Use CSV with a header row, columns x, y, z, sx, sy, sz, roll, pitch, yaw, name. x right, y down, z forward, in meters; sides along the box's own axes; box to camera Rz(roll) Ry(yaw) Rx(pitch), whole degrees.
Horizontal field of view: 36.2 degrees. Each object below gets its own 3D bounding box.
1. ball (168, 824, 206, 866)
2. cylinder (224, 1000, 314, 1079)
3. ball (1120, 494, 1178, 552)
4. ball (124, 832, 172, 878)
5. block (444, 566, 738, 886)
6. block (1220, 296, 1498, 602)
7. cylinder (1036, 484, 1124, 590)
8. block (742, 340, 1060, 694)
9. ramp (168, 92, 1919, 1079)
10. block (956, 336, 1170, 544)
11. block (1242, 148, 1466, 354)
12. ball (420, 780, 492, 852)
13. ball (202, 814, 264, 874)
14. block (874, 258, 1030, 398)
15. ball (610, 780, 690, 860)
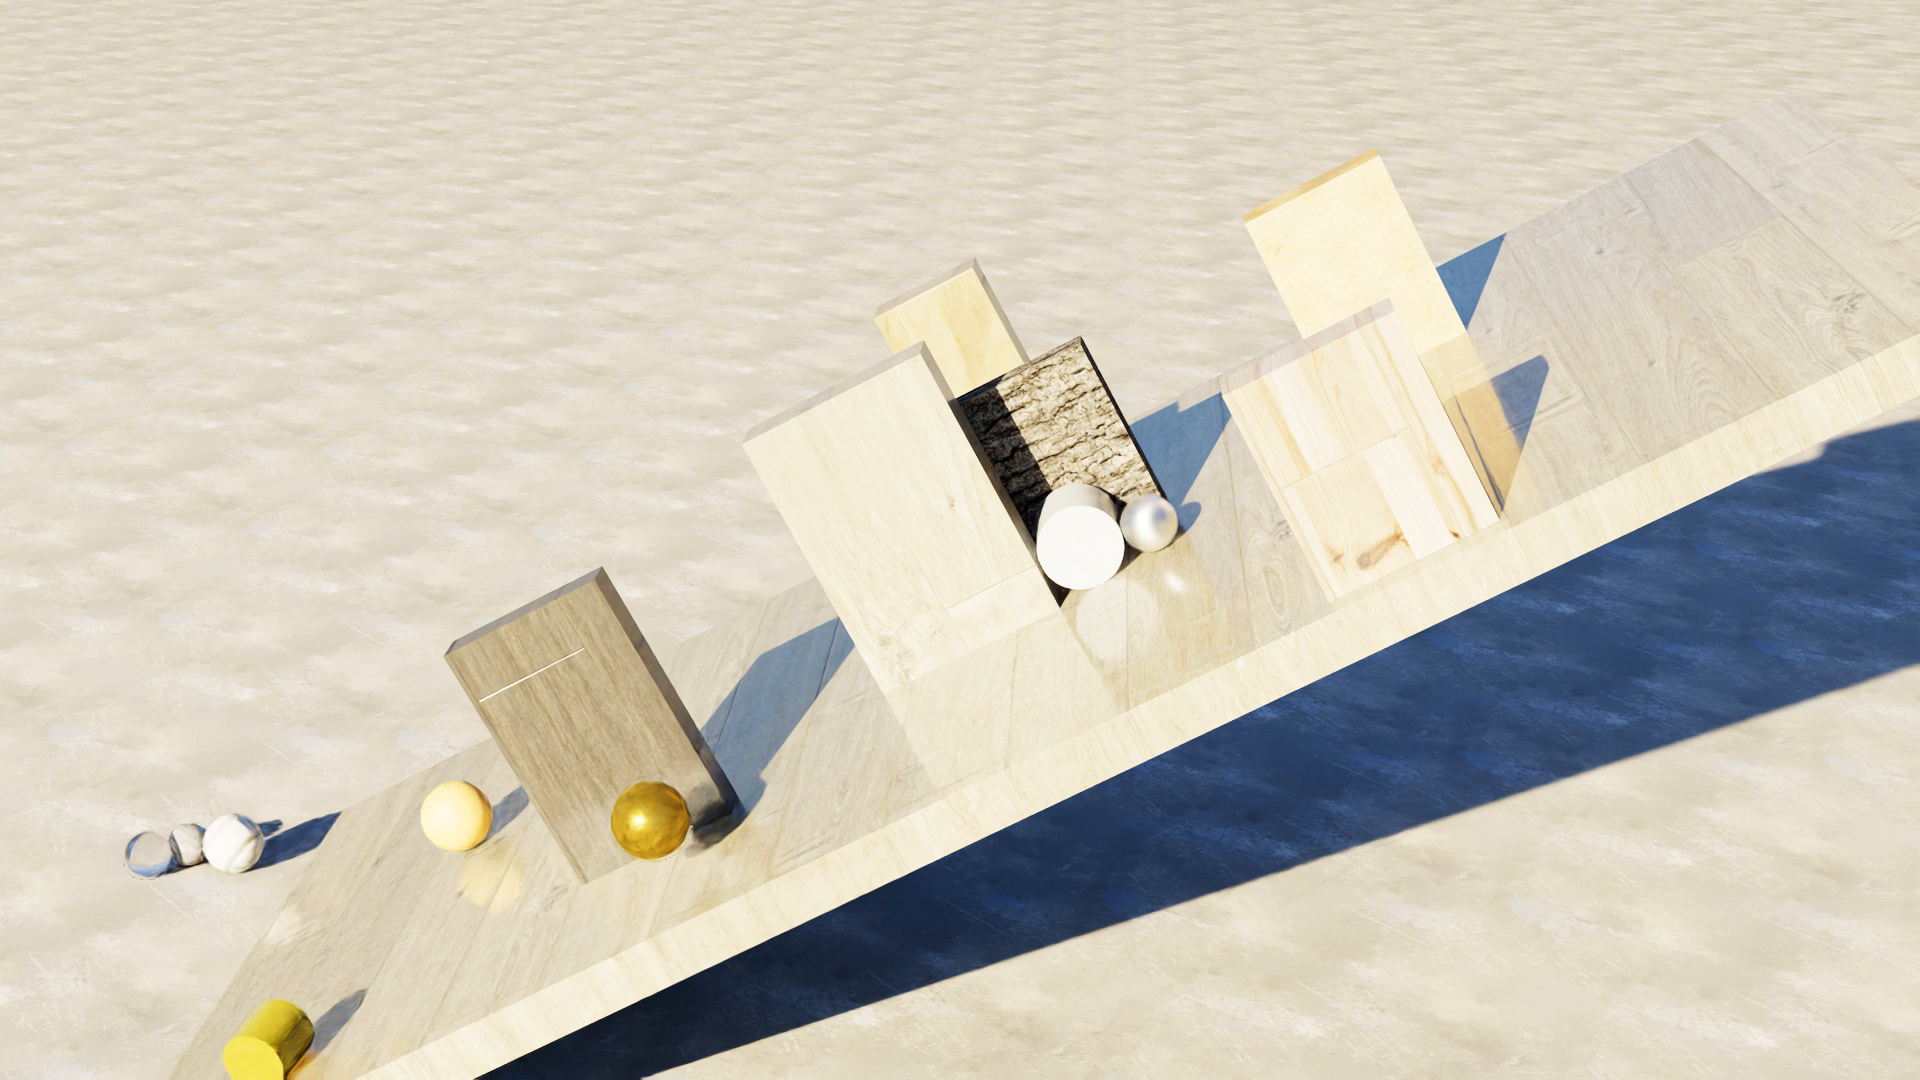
x,y,z,sx,sy,sz,roll,pitch,yaw,name
-1.958,0.773,7.469,0.108,0.108,0.108,0,17,0,ball
-1.363,0.997,5.802,0.130,0.130,0.130,5,26,15,cylinder
0.390,-0.036,6.055,0.119,0.119,0.119,0,17,0,ball
-2.042,0.791,7.397,0.116,0.116,0.116,0,17,0,ball
-0.738,0.376,5.904,0.349,0.553,0.092,-26,14,11,block
0.709,-0.160,5.227,0.333,0.426,0.113,-26,14,11,block
0.248,-0.009,6.114,0.179,0.179,0.179,0,16,0,cylinder
-0.116,-0.044,6.063,0.412,0.606,0.122,-26,14,11,block
0.141,0.167,6.281,4.000,0.100,2.000,-26,14,11,ramp
0.210,-0.168,6.236,0.324,0.426,0.084,-26,14,11,block
0.860,-0.583,6.416,0.320,0.434,0.105,-26,14,11,block
-1.134,0.622,6.628,0.160,0.160,0.160,0,17,0,ball
-1.833,0.765,7.421,0.151,0.151,0.151,0,17,0,ball
0.052,-0.342,6.863,0.256,0.570,0.123,-26,14,11,block
-0.596,0.539,5.663,0.152,0.152,0.152,0,17,0,ball
